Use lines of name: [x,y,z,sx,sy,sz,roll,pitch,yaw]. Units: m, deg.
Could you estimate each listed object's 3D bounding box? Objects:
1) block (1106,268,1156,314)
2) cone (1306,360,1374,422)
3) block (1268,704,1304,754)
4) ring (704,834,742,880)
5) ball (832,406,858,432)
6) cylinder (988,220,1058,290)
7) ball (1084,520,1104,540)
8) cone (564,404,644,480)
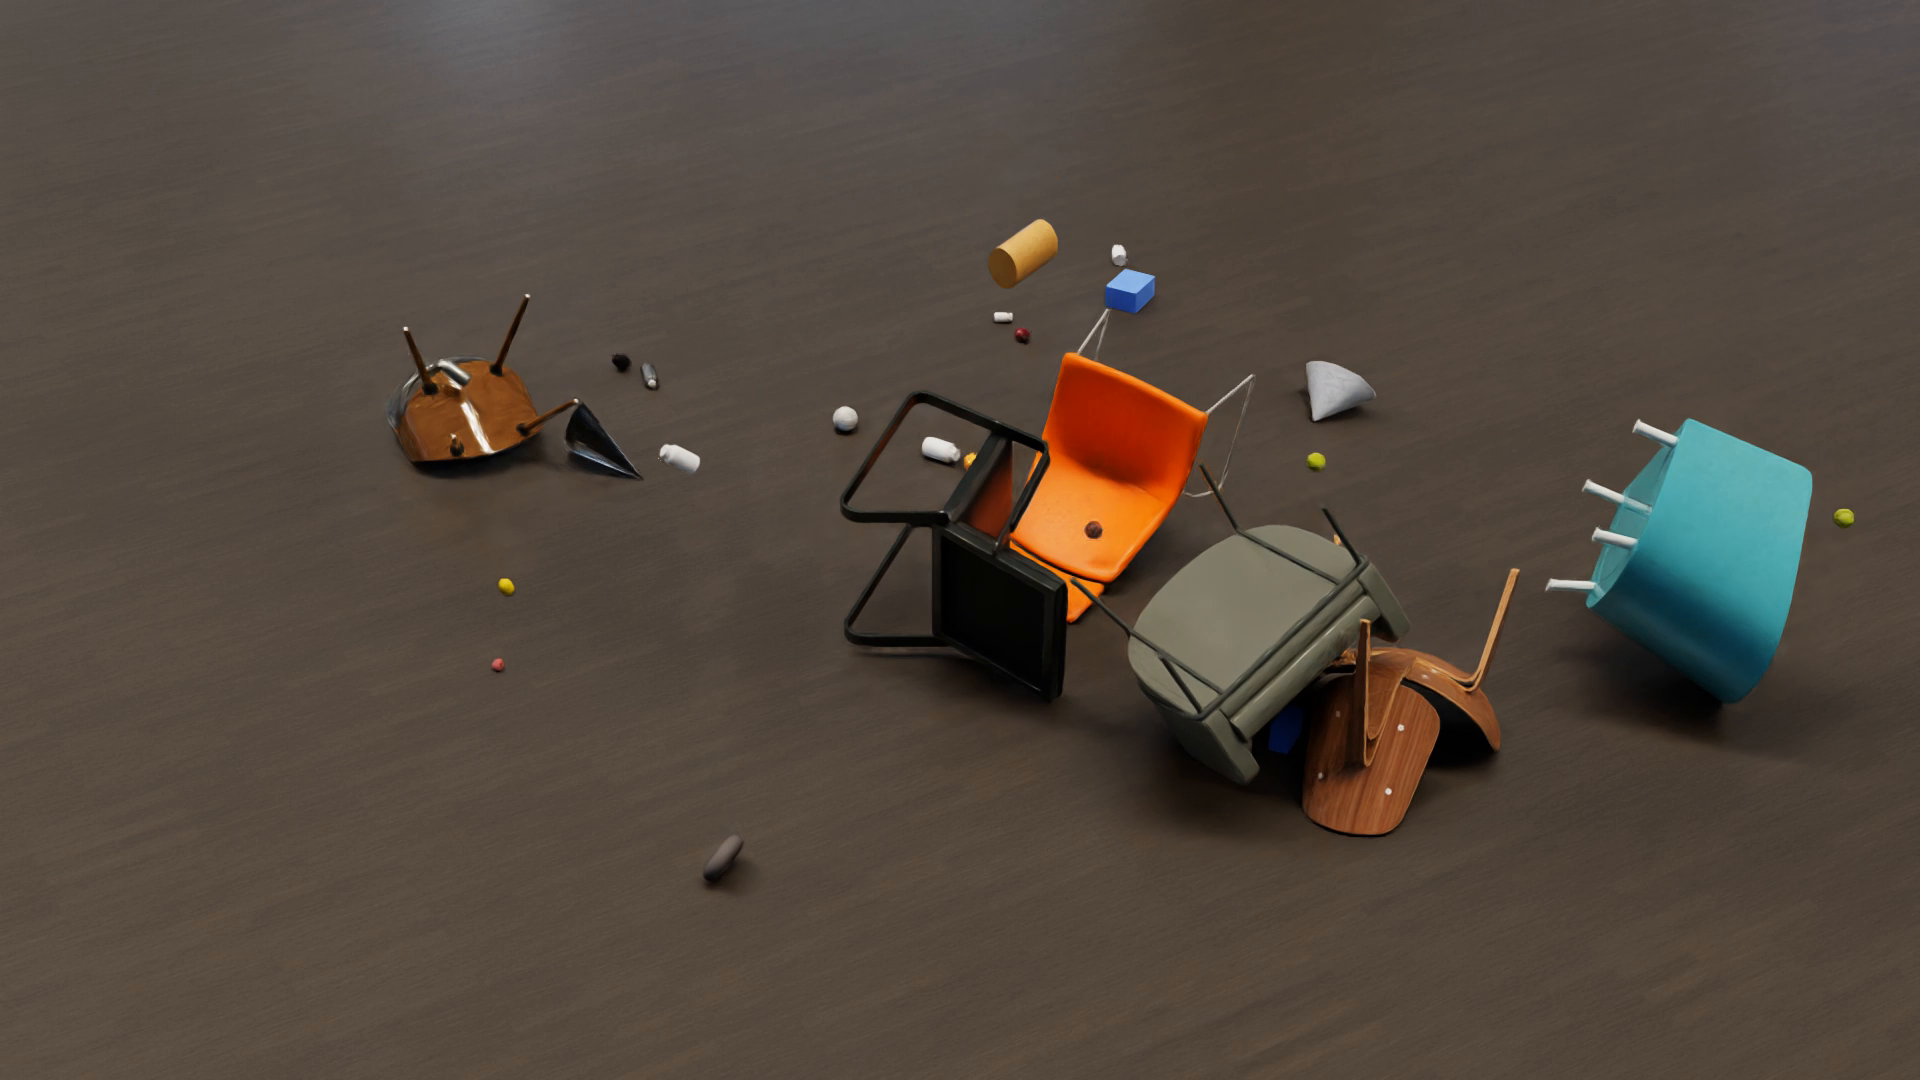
block: [0.723,-1.058,12.462,0.143,0.096,0.181,17,37,24]
cone: [1.461,-0.551,11.677,0.331,0.244,0.212,18,66,41]
block: [1.101,0.637,9.892,0.068,0.094,0.148,15,36,21]
ring: [-0.751,1.007,9.292,0.055,0.155,0.184,37,46,3]
ball: [-0.454,-0.478,11.581,0.099,0.099,0.099,0,33,0]
cylinder: [0.249,-1.121,11.493,0.133,0.173,0.290,11,34,35]
ball: [0.483,-0.035,10.580,0.067,0.067,0.067,0,33,0]
cone: [-1.349,-0.331,11.316,0.347,0.333,0.134,38,63,9]
